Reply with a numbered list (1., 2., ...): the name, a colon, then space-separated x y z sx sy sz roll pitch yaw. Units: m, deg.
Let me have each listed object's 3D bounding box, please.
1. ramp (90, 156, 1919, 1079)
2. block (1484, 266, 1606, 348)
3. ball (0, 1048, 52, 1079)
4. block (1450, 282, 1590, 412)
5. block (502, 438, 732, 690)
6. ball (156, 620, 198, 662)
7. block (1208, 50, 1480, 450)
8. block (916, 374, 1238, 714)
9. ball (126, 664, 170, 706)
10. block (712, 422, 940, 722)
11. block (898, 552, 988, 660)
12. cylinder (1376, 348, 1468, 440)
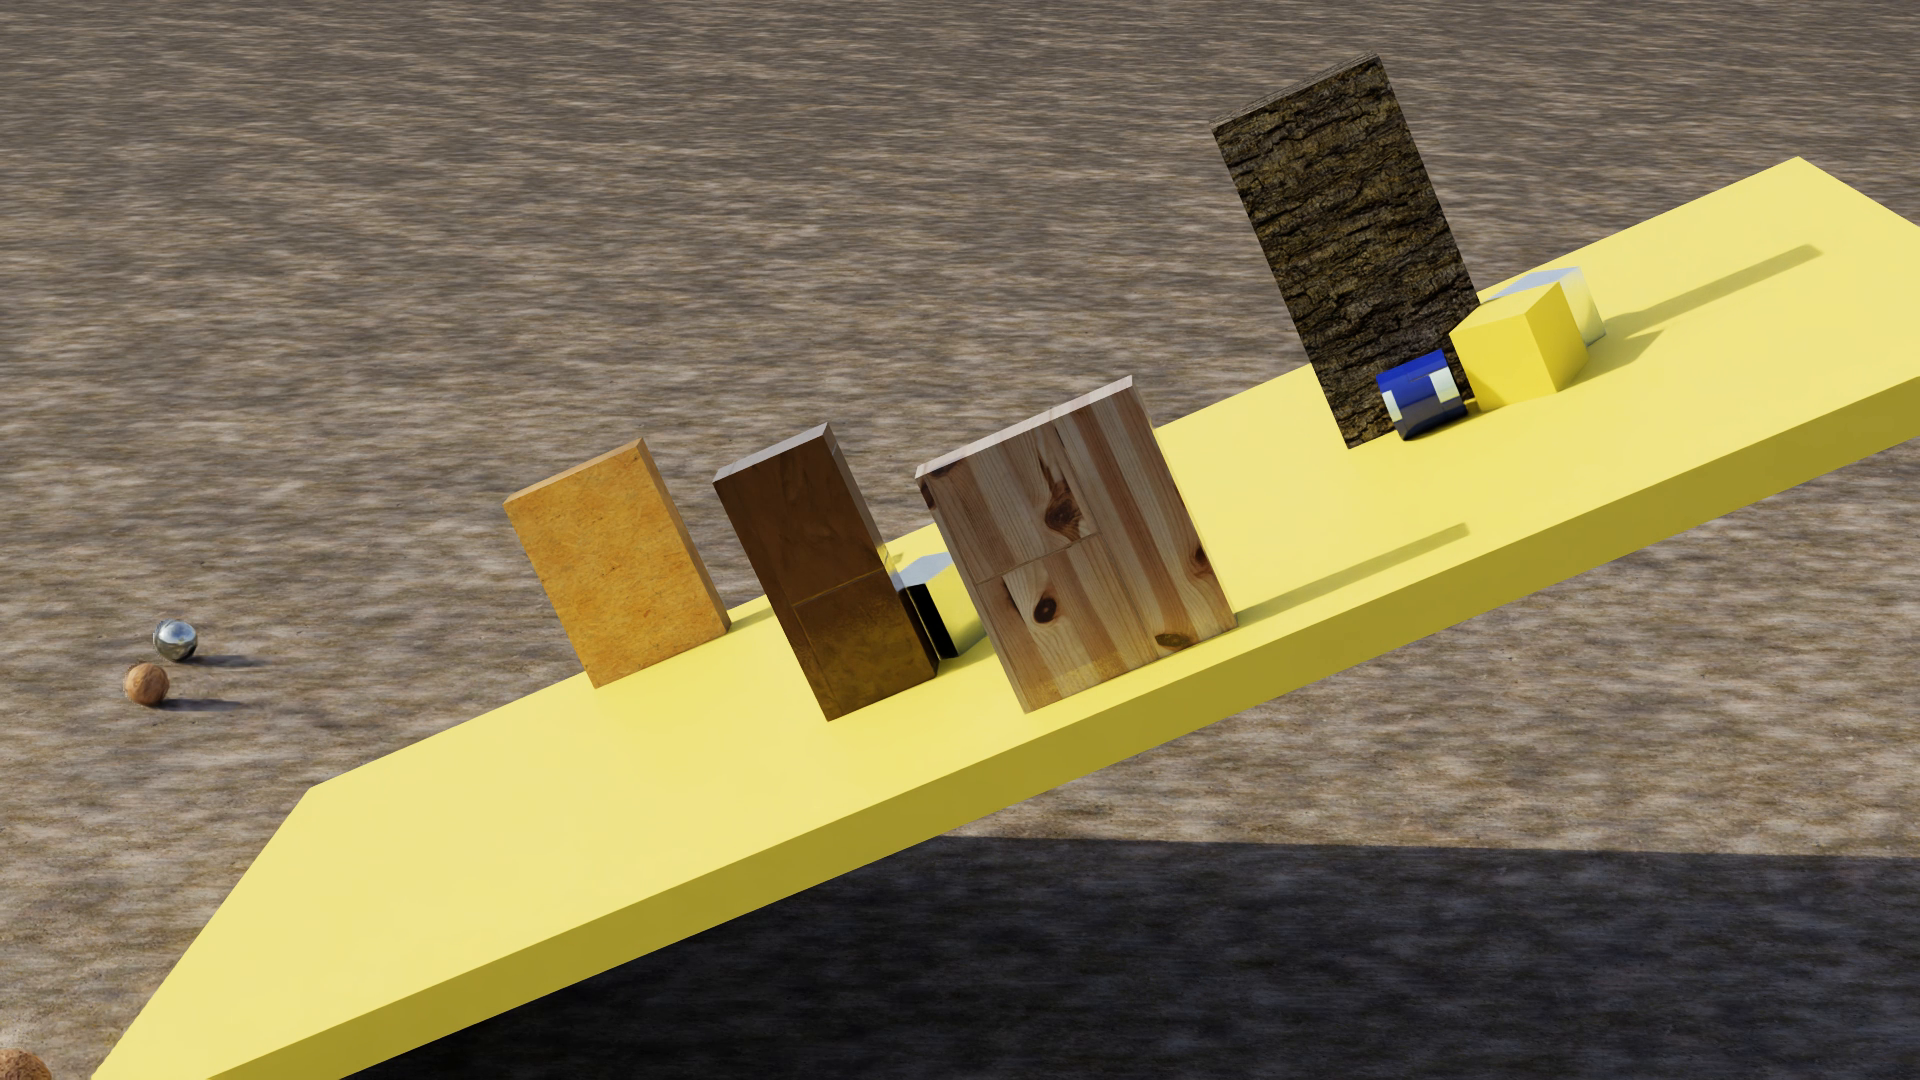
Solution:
1. ramp: 0.132 0.170 6.284 4.000 0.100 2.000 -23 13 8
2. block: 1.230 -0.466 6.209 0.158 0.158 0.158 -31 14 -26
3. ball: -1.859 1.077 5.753 0.163 0.163 0.163 0 15 0
4. block: 1.150 -0.397 6.038 0.179 0.179 0.179 -14 17 41
5. block: -0.829 0.058 7.140 0.359 0.508 0.097 -23 13 8
6. ball: -2.362 0.304 8.868 0.124 0.124 0.124 0 15 0
7. block: 0.841 -0.609 6.185 0.371 0.741 0.147 -23 13 8
8. block: 0.217 0.011 5.418 0.430 0.493 0.095 -23 13 8
9. ball: -2.338 0.416 8.464 0.120 0.120 0.120 0 15 0
10. block: -0.269 0.067 5.971 0.244 0.550 0.116 -23 13 8
11. block: -0.043 0.137 6.127 0.171 0.171 0.171 -11 18 46
12. cylinder: 0.956 -0.302 6.091 0.146 0.146 0.146 -22 12 11
